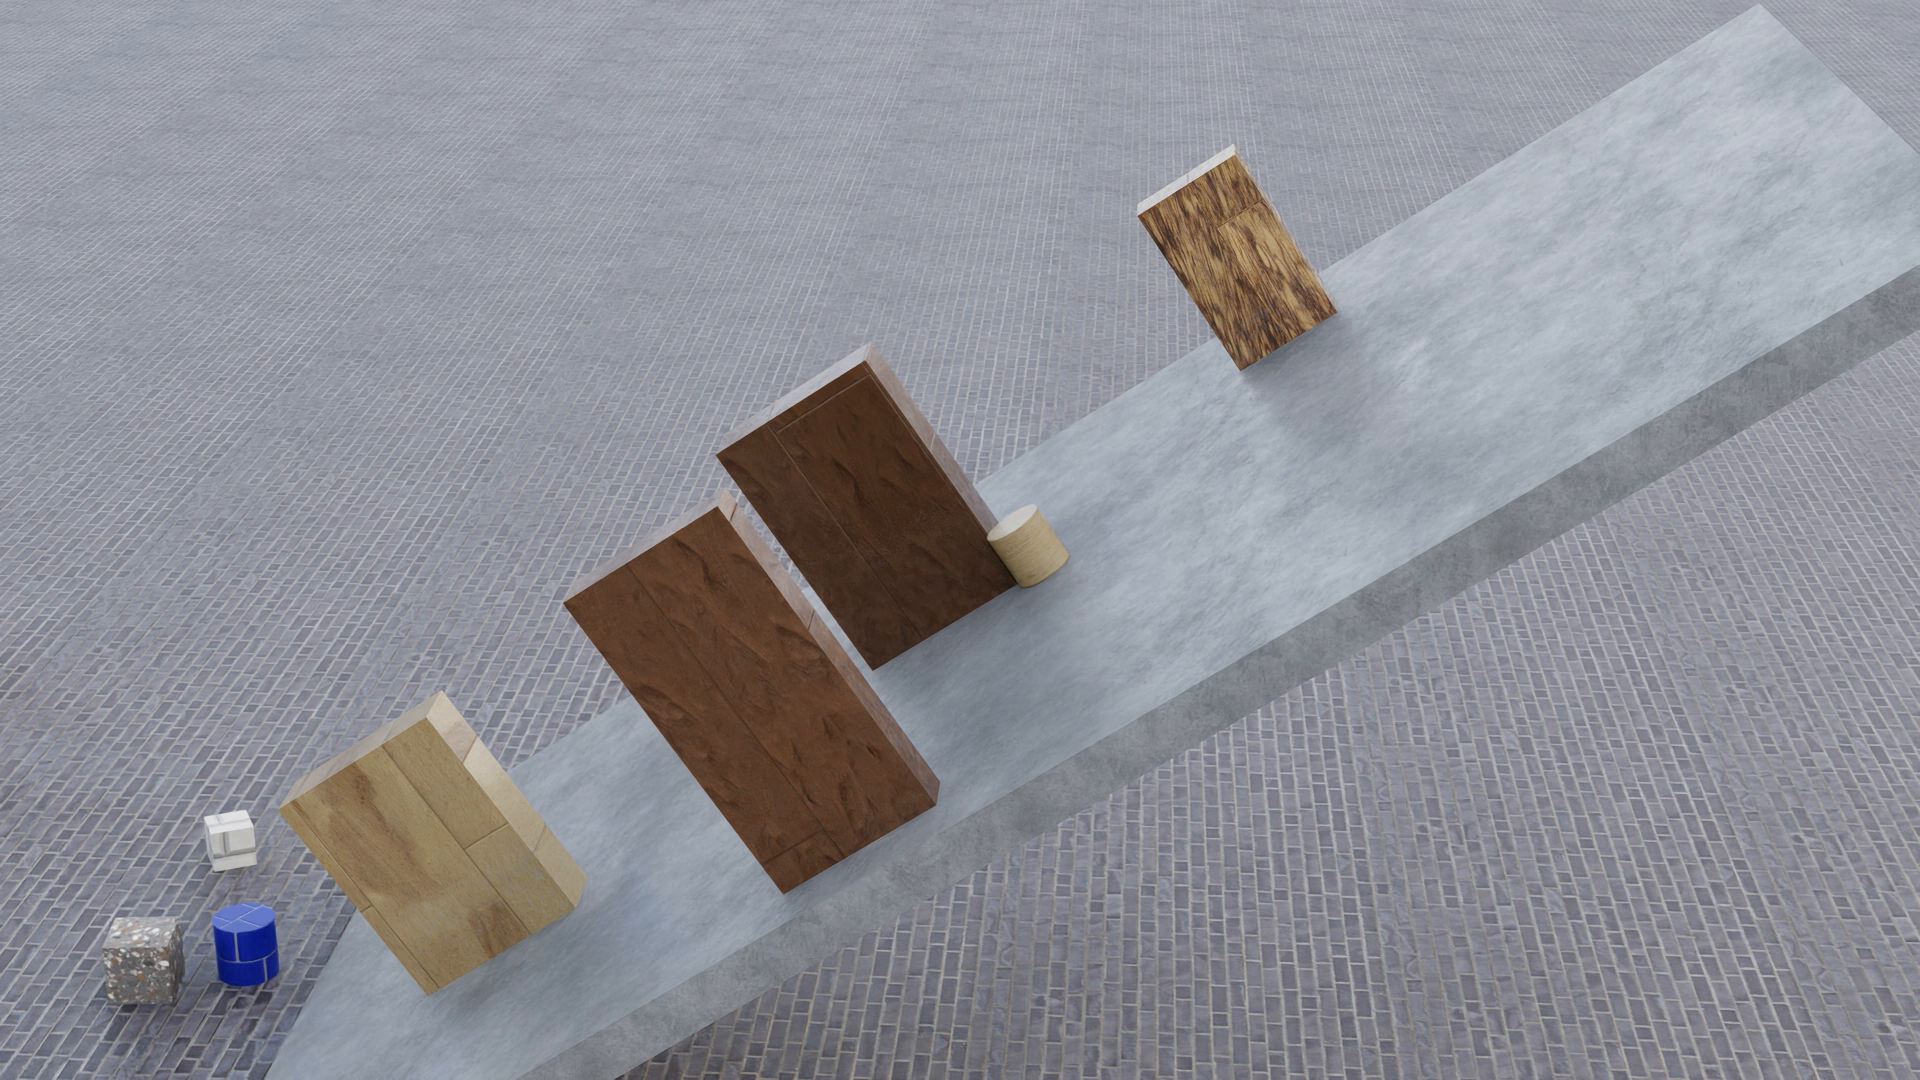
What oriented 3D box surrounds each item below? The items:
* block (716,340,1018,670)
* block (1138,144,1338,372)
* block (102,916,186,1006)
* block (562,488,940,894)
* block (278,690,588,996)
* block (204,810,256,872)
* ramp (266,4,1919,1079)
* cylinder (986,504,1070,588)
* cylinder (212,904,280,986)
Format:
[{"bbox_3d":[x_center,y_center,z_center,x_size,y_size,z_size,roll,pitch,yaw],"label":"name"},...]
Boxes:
[{"bbox_3d":[-0.192,-0.071,6.401,0.392,0.597,0.141,-31,16,14],"label":"block"},{"bbox_3d":[0.629,-0.640,6.679,0.258,0.435,0.106,-31,16,14],"label":"block"},{"bbox_3d":[-1.975,1.018,7.120,0.154,0.154,0.154,-1,21,-3],"label":"block"},{"bbox_3d":[-0.385,0.288,5.511,0.353,0.708,0.103,-31,16,14],"label":"block"},{"bbox_3d":[-1.132,0.656,6.342,0.404,0.530,0.142,-31,16,14],"label":"block"},{"bbox_3d":[-1.929,0.794,7.774,0.110,0.110,0.110,-9,22,-21],"label":"block"},{"bbox_3d":[0.138,0.172,6.299,4.000,0.100,2.000,-31,16,14],"label":"ramp"},{"bbox_3d":[0.147,0.014,6.317,0.129,0.129,0.129,-33,15,10],"label":"cylinder"},{"bbox_3d":[-1.747,0.990,7.201,0.149,0.149,0.149,0,21,0],"label":"cylinder"}]
